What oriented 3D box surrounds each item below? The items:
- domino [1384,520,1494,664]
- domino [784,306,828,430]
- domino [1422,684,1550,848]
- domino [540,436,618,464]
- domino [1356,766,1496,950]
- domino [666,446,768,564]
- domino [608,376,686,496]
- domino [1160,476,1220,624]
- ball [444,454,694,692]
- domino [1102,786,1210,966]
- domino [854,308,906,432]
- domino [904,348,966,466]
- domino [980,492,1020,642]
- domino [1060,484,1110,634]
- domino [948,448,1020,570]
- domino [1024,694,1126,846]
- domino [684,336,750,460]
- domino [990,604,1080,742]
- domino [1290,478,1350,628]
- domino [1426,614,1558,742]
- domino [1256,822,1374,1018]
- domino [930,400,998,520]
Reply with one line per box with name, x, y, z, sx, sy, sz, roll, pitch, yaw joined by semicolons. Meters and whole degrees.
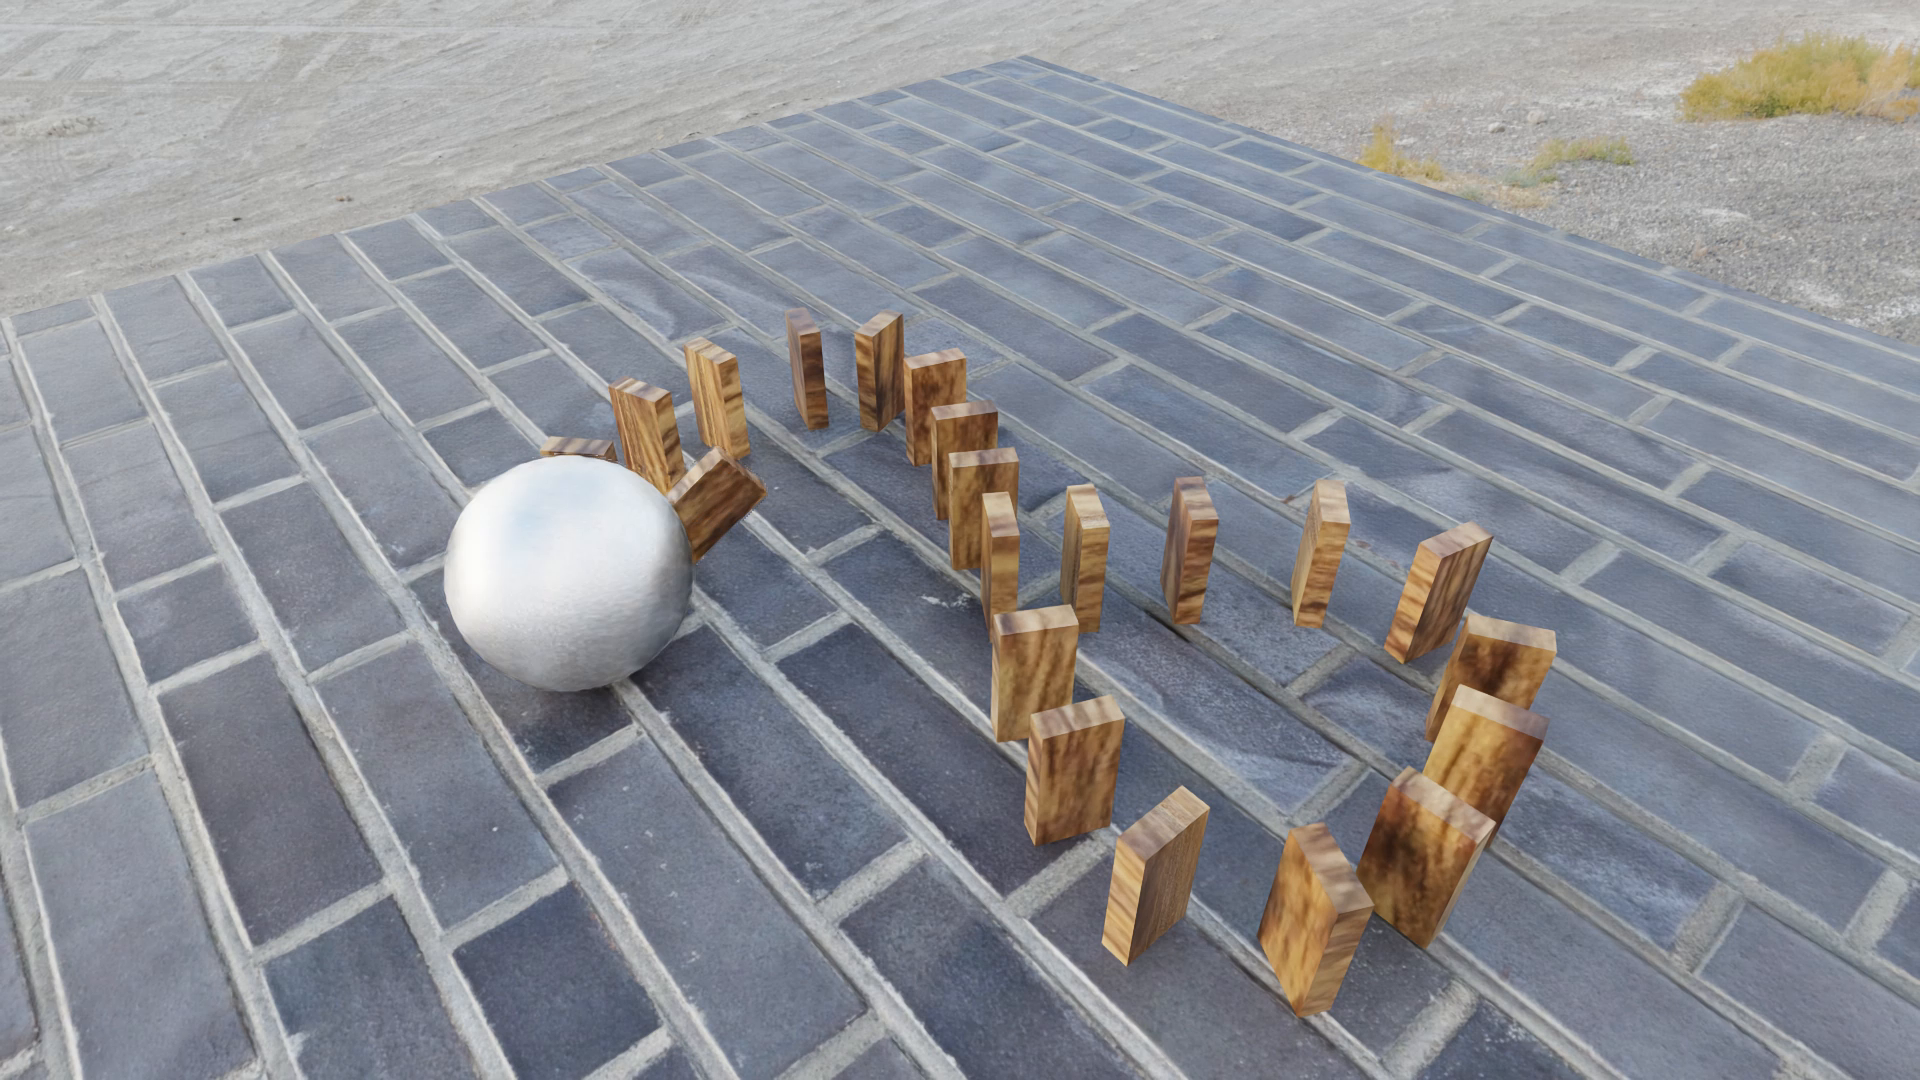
domino;0.168;0.019;0.388;0.025;0.050;0.009;-19;43;-22
domino;-0.071;-0.079;0.507;0.009;0.050;0.025;-14;41;-17
domino;0.154;0.068;0.328;0.025;0.050;0.009;22;44;25
domino;-0.145;-0.016;0.431;0.025;0.050;0.010;5;40;6
domino;0.126;0.088;0.304;0.010;0.050;0.025;-30;48;-31
domino;-0.102;-0.010;0.423;0.050;0.025;0.010;-43;42;6
domino;-0.131;-0.042;0.463;0.025;0.050;0.010;20;43;23
domino;0.084;0.004;0.406;0.010;0.050;0.025;-3;39;-3
ball;-0.132;0.011;0.374;0.080;0.080;0.080;0;39;0
domino;0.053;0.092;0.299;0.025;0.050;0.009;-29;47;-30
domino;-0.036;-0.078;0.506;0.009;0.050;0.025;20;43;22
domino;-0.011;-0.058;0.482;0.025;0.050;0.010;-15;42;-17
domino;0.014;0.010;0.399;0.010;0.050;0.025;-4;40;-5
domino;0.045;0.007;0.403;0.009;0.050;0.025;-5;40;-6
domino;0.009;-0.011;0.425;0.025;0.050;0.009;-6;40;-7
domino;0.033;0.069;0.327;0.025;0.050;0.009;-12;41;-14
domino;-0.107;-0.062;0.487;0.025;0.050;0.009;31;48;32
domino;0.024;0.044;0.358;0.025;0.050;0.010;-7;40;-9
domino;0.132;0.005;0.405;0.009;0.050;0.025;6;40;7
domino;0.169;0.048;0.353;0.025;0.050;0.010;12;41;14
domino;0.092;0.100;0.289;0.009;0.050;0.025;-9;40;-11
domino;0.002;-0.032;0.451;0.025;0.050;0.009;-9;40;-11
